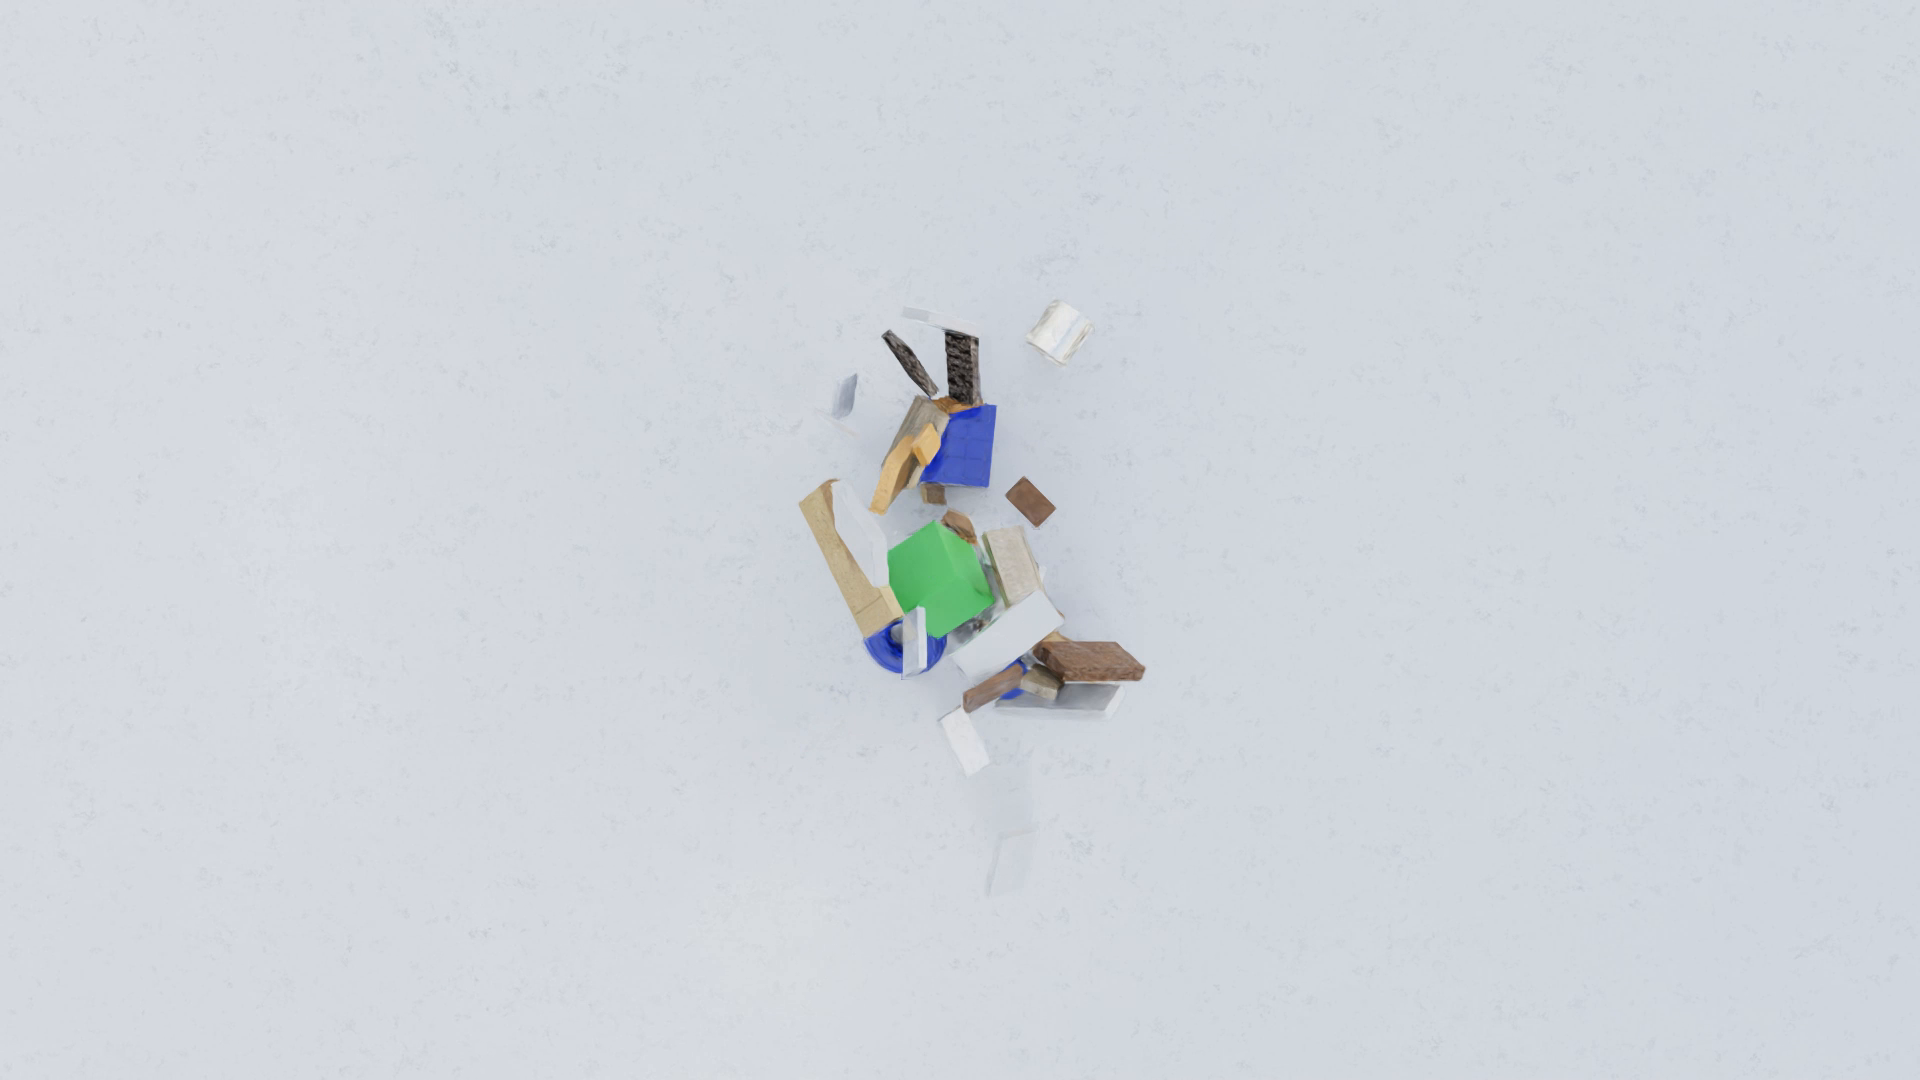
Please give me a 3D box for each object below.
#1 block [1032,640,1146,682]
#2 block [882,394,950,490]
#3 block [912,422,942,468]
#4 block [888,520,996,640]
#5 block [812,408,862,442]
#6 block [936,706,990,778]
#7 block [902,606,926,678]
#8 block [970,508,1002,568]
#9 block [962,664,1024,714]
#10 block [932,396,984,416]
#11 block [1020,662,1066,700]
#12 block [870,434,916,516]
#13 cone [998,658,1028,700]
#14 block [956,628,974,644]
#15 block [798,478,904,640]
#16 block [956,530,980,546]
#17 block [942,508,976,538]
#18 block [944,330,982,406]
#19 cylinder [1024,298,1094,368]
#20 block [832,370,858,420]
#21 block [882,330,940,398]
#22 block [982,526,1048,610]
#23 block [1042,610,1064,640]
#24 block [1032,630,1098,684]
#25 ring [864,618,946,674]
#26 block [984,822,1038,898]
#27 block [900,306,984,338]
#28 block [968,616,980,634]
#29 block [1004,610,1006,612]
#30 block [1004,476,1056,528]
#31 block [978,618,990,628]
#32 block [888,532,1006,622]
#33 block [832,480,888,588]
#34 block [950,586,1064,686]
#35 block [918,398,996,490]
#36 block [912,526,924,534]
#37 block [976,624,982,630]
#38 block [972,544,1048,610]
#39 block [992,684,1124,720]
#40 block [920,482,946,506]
[{"bbox_3d":[0.415,0.387,5.286,0.337,0.168,0.048,4,115,-37],"label":"block"},{"bbox_3d":[-0.135,-0.293,4.957,0.129,0.037,0.258,45,118,35],"label":"block"},{"bbox_3d":[-0.097,-0.278,4.807,0.021,0.149,0.075,-17,111,24],"label":"block"},{"bbox_3d":[-0.075,0.127,5.164,0.228,0.228,0.228,-34,54,17],"label":"block"},{"bbox_3d":[-0.362,-0.340,4.867,0.149,0.075,0.021,33,92,-20],"label":"block"},{"bbox_3d":[0.010,0.625,5.124,0.097,0.027,0.201,-31,100,-31],"label":"block"},{"bbox_3d":[-0.137,0.308,4.981,0.027,0.097,0.194,11,64,-28],"label":"block"},{"bbox_3d":[0.098,-0.007,5.125,0.086,0.024,0.172,-18,71,-4],"label":"block"},{"bbox_3d":[0.097,0.443,4.908,0.194,0.097,0.027,-27,62,-19],"label":"block"},{"bbox_3d":[-0.020,-0.421,5.097,0.172,0.086,0.024,-16,118,-7],"label":"block"},{"bbox_3d":[0.264,0.442,5.169,0.113,0.226,0.032,17,102,10],"label":"block"},{"bbox_3d":[-0.187,-0.191,4.768,0.045,0.319,0.159,21,108,2],"label":"block"},{"bbox_3d":[0.146,0.437,5.415,0.144,0.144,0.144,-1,97,-5],"label":"cone"},{"bbox_3d":[0.053,0.361,5.490,0.068,0.019,0.136,-34,90,0],"label":"block"},{"bbox_3d":[-0.331,0.056,4.989,0.159,0.045,0.467,-35,78,44],"label":"block"},{"bbox_3d":[0.040,0.011,5.443,0.067,0.019,0.134,-22,87,-21],"label":"block"},{"bbox_3d":[0.013,-0.057,5.426,0.134,0.019,0.067,21,51,10],"label":"block"},{"bbox_3d":[0.009,-0.530,5.013,0.032,0.114,0.228,-24,122,-36],"label":"block"},{"bbox_3d":[0.321,-0.668,5.335,0.163,0.163,0.163,36,91,0],"label":"cylinder"},{"bbox_3d":[-0.344,-0.427,4.891,0.021,0.149,0.075,34,47,23],"label":"block"},{"bbox_3d":[-0.144,-0.515,4.825,0.032,0.228,0.114,-42,57,-3],"label":"block"},{"bbox_3d":[0.167,0.086,5.050,0.129,0.037,0.258,-10,68,-24],"label":"block"},{"bbox_3d":[0.218,0.223,5.340,0.226,0.032,0.113,37,94,5],"label":"block"},{"bbox_3d":[0.357,0.374,5.390,0.264,0.132,0.037,30,113,21],"label":"block"},{"bbox_3d":[-0.183,0.313,5.405,0.285,0.095,0.285,7,117,13],"label":"ring"},{"bbox_3d":[0.161,1.025,5.269,0.132,0.037,0.264,-10,129,-28],"label":"block"},{"bbox_3d":[-0.051,-0.635,4.811,0.114,0.228,0.032,17,95,43],"label":"block"},{"bbox_3d":[0.056,0.248,5.476,0.068,0.019,0.136,-20,90,-26],"label":"block"},{"bbox_3d":[0.141,0.213,5.280,0.226,0.032,0.113,39,94,37],"label":"block"},{"bbox_3d":[0.221,-0.117,5.156,0.086,0.024,0.172,-46,129,2],"label":"block"},{"bbox_3d":[0.082,0.204,5.458,0.090,0.026,0.180,-23,81,-22],"label":"block"},{"bbox_3d":[-0.046,0.121,5.327,0.490,0.048,0.168,19,83,36],"label":"block"},{"bbox_3d":[-0.285,-0.020,4.687,0.045,0.319,0.159,-15,128,-18],"label":"block"},{"bbox_3d":[0.141,0.294,4.949,0.332,0.037,0.129,-38,100,-4],"label":"block"},{"bbox_3d":[-0.026,-0.311,5.369,0.262,0.262,0.262,6,90,0],"label":"block"},{"bbox_3d":[-0.108,0.019,5.468,0.064,0.018,0.129,-25,81,17],"label":"block"},{"bbox_3d":[0.117,0.325,5.470,0.068,0.019,0.136,-33,96,-25],"label":"block"},{"bbox_3d":[0.103,0.122,5.291,0.337,0.048,0.168,16,80,36],"label":"block"},{"bbox_3d":[0.317,0.518,5.329,0.419,0.132,0.037,-2,123,34],"label":"block"},{"bbox_3d":[-0.087,-0.150,5.435,0.018,0.129,0.064,-10,82,28],"label":"block"}]
